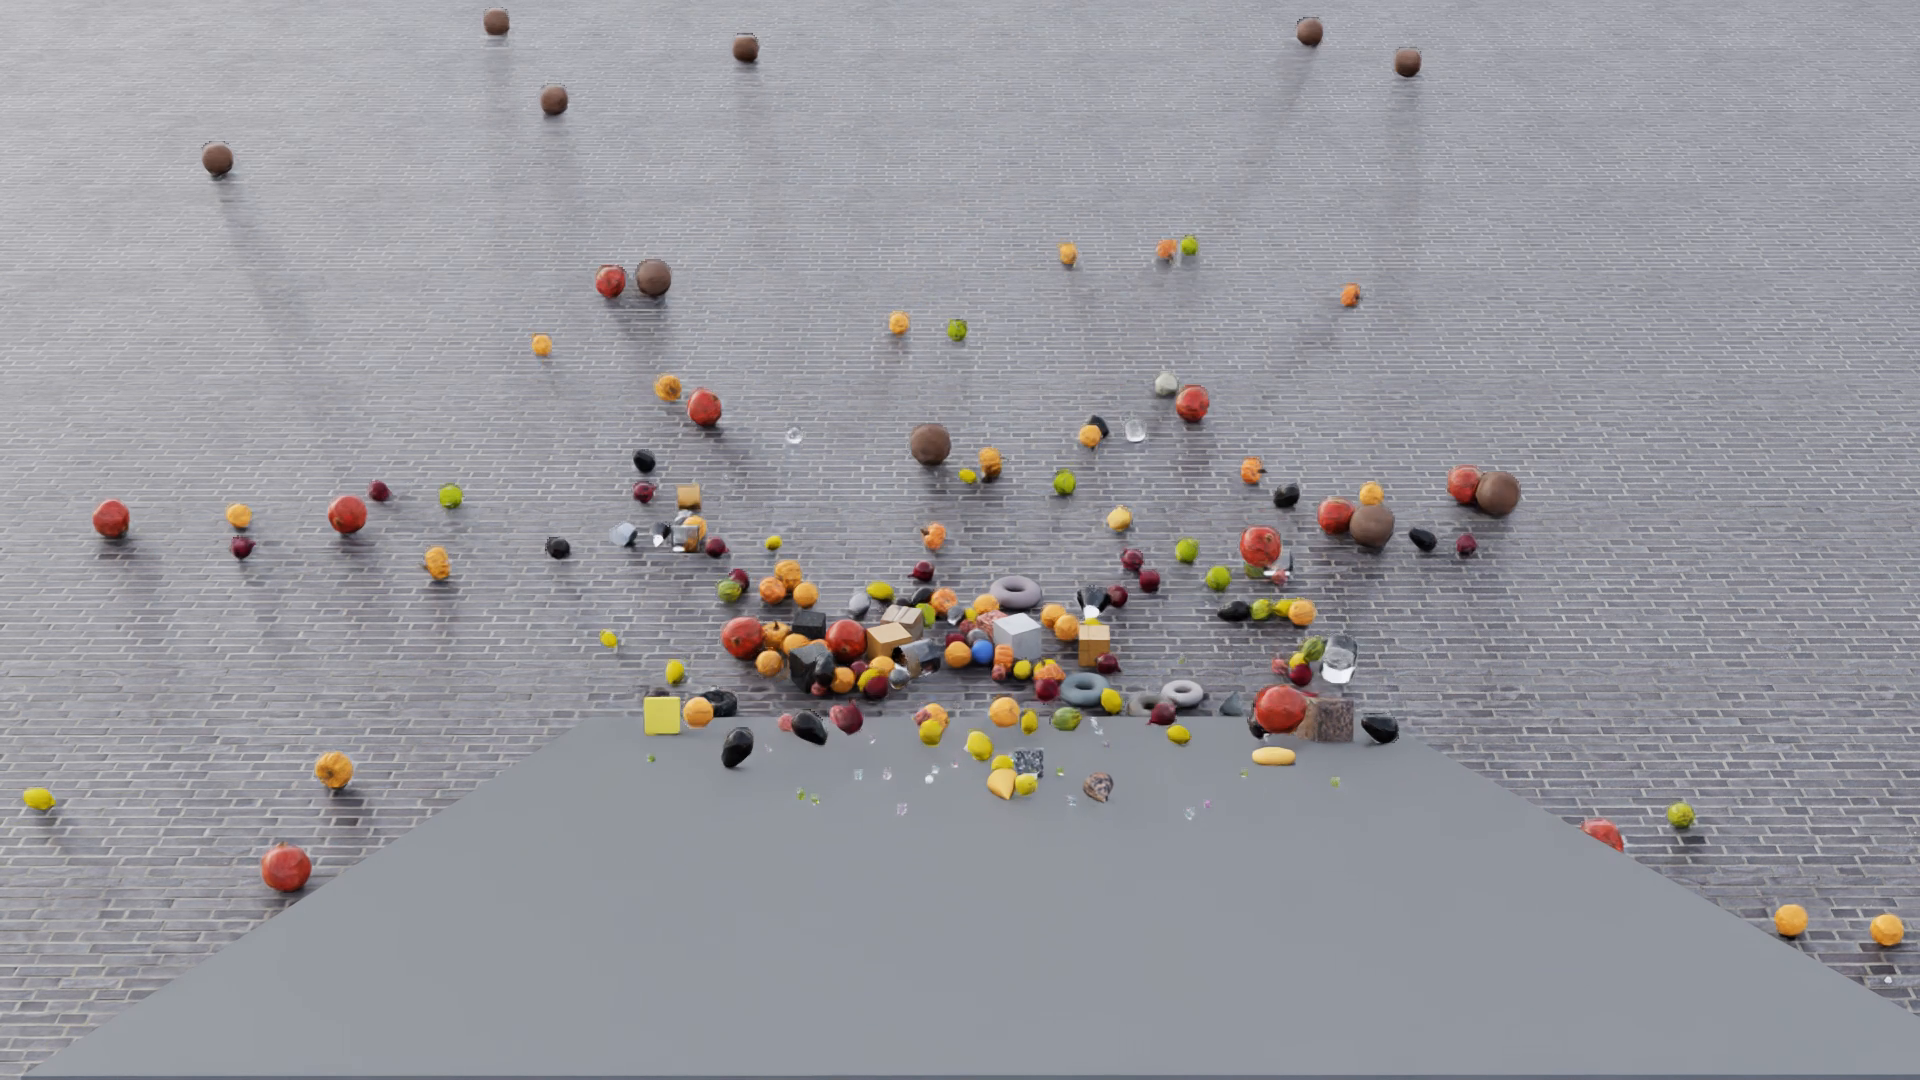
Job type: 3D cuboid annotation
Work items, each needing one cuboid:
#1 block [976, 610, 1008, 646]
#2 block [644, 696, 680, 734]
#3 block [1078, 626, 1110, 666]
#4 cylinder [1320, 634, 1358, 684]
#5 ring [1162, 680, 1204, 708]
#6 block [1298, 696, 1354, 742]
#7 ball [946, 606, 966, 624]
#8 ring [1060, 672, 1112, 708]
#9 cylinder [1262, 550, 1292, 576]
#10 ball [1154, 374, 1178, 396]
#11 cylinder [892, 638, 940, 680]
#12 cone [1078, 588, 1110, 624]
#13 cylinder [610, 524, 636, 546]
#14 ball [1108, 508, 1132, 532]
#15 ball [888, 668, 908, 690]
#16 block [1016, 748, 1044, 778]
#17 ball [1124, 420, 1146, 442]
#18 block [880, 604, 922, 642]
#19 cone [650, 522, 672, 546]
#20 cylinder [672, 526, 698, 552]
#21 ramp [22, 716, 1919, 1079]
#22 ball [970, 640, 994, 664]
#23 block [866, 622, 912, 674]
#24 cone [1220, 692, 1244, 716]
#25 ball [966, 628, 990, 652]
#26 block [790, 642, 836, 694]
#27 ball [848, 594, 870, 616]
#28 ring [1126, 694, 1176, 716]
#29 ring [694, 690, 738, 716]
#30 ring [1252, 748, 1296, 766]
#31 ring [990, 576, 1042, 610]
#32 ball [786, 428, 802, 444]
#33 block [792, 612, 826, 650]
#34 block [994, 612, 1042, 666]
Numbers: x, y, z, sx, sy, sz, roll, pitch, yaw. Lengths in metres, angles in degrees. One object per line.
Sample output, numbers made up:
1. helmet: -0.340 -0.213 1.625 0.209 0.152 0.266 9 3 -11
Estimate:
1. block: 0.096 0.248 7.101 0.075 0.075 0.075 -20 33 -35
2. block: -0.711 0.418 6.160 0.083 0.083 0.083 0 1 -8
3. block: 0.364 0.287 7.014 0.082 0.082 0.082 1 27 2
4. cylinder: 1.015 0.319 6.917 0.092 0.092 0.092 5 42 10
5. ring: 0.588 0.407 6.825 0.112 0.037 0.112 -2 25 1
6. block: 0.846 0.415 5.977 0.094 0.094 0.094 -1 1 -22
7. ball: -0.011 0.210 7.200 0.053 0.053 0.053 0 27 0
8. ring: 0.332 0.397 6.836 0.139 0.046 0.139 -1 27 1
9. cylinder: 0.918 0.066 7.465 0.076 0.076 0.076 -1 27 -3
10. ball: 0.690 -0.520 8.639 0.076 0.076 0.076 0 27 0
11. cylinder: -0.117 0.321 6.931 0.096 0.096 0.096 -15 30 -27
12. cone: 0.367 0.201 7.231 0.097 0.097 0.097 6 54 12
13. cylinder: -0.997 -0.015 7.653 0.054 0.054 0.054 19 20 33
14. ball: 0.477 -0.061 7.727 0.070 0.070 0.070 0 27 0
15. ball: -0.164 0.370 6.877 0.056 0.056 0.056 0 27 0
16. block: 0.141 0.452 5.234 0.054 0.054 0.054 0 1 1
17. ball: 0.562 -0.352 8.306 0.073 0.073 0.073 0 27 0
18. block: -0.160 0.244 7.091 0.091 0.091 0.091 8 28 16
19. cone: -0.896 -0.004 7.658 0.067 0.067 0.067 3 53 7
20. cylinder: -0.809 -0.004 7.605 0.076 0.076 0.076 -1 27 -3
21. ramp: 0.060 0.543 4.579 2.000 0.100 4.000 0 1 0
22. ball: 0.062 0.306 6.998 0.065 0.065 0.065 0 27 0
23. block: -0.191 0.291 6.995 0.092 0.092 0.092 -12 29 -23
24. cone: 0.726 0.447 6.752 0.067 0.067 0.067 -26 63 -41
25. ball: 0.049 0.276 7.055 0.066 0.066 0.066 0 27 0
26. block: -0.393 0.341 6.897 0.090 0.090 0.090 -15 30 -27
27. ball: -0.283 0.181 7.253 0.060 0.060 0.060 0 27 0
28. ring: 0.500 0.445 6.744 0.129 0.043 0.129 -1 27 1
29. ring: -0.641 0.432 6.773 0.116 0.039 0.116 -1 26 1
30. ring: 0.665 0.459 5.461 0.092 0.031 0.092 0 2 0
31. ring: 0.158 0.149 7.329 0.150 0.050 0.150 1 27 -1
32. ball: -0.531 -0.336 8.299 0.050 0.050 0.050 0 27 0
33. block: -0.414 0.252 7.089 0.080 0.080 0.080 3 27 6
34. block: 0.156 0.270 7.035 0.095 0.095 0.095 -15 30 -28
